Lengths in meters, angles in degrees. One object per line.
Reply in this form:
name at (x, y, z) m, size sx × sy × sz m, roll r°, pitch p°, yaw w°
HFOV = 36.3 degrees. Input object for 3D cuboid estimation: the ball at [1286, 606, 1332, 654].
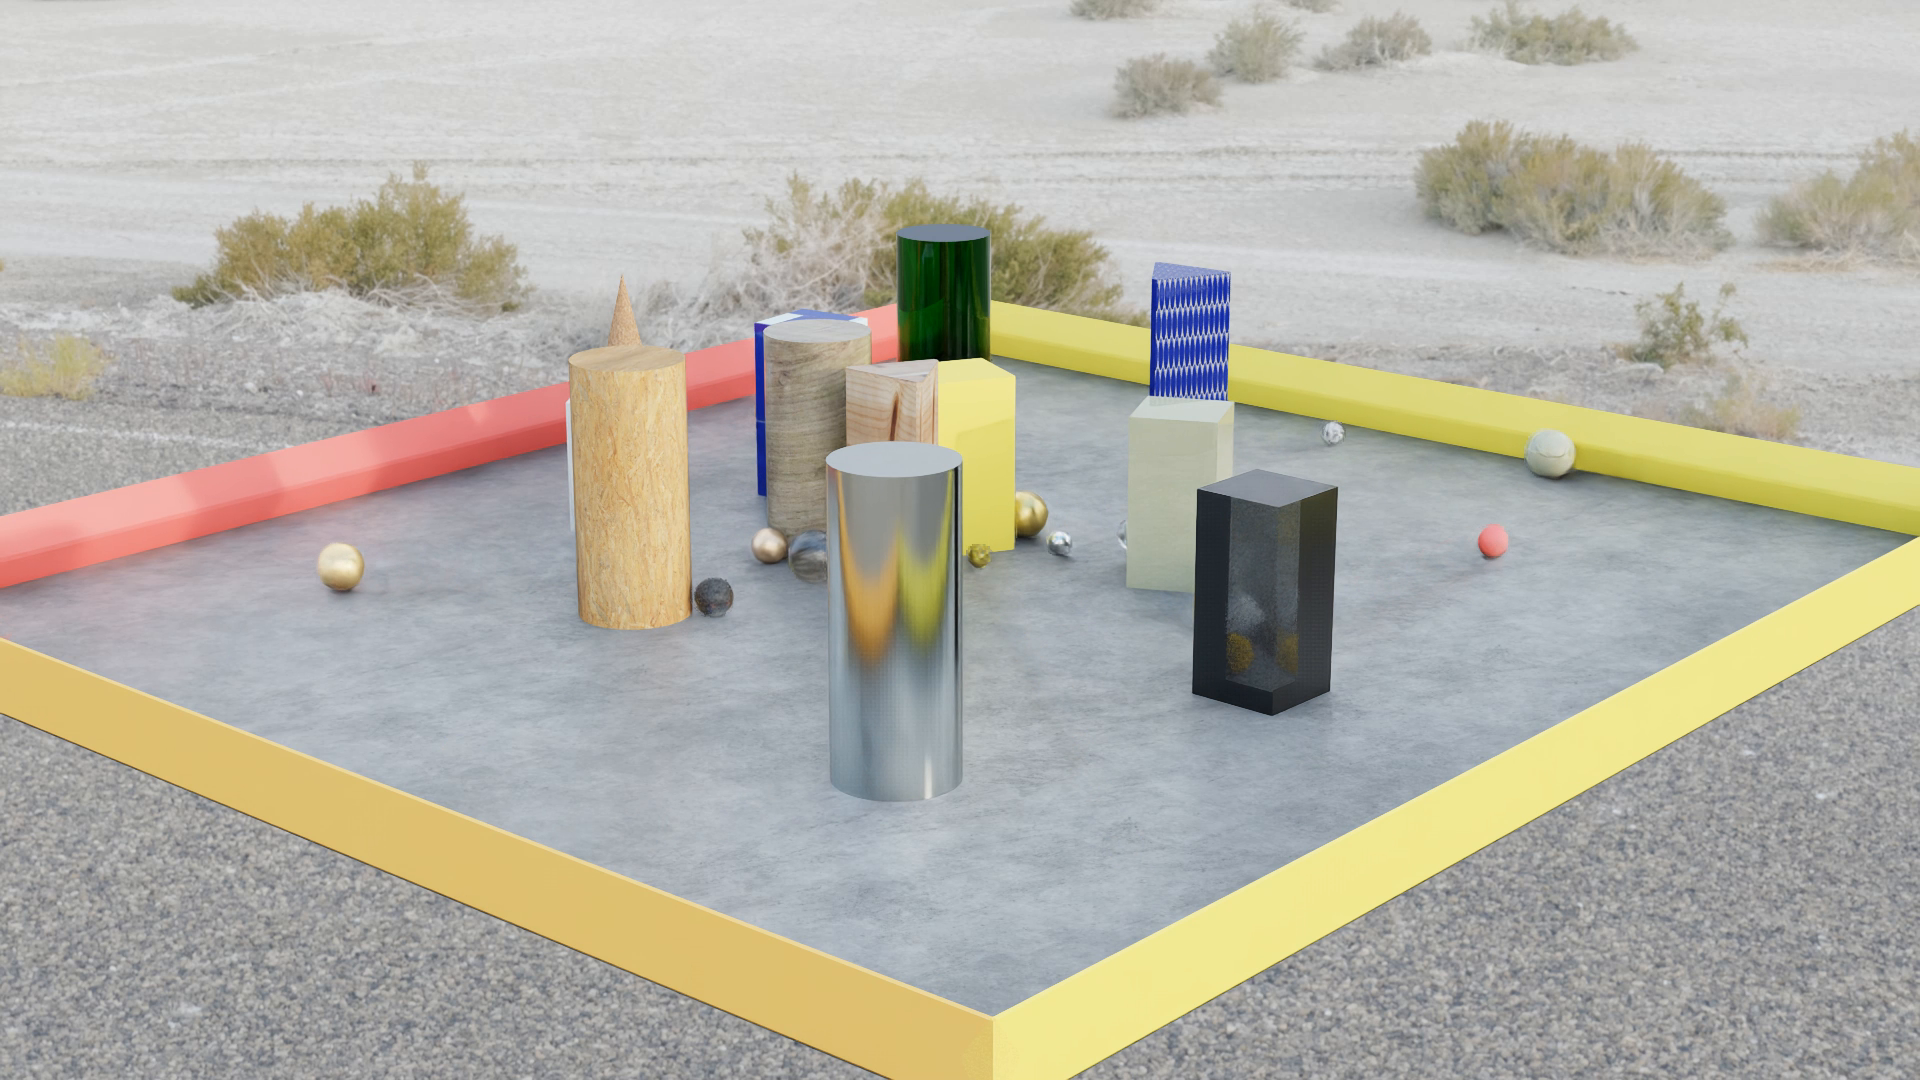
ball at (0.574, 0.148, 4.825) m, size 0.077 × 0.077 × 0.077 m, roll 0°, pitch 17°, yaw 0°

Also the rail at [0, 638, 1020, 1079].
rail at (-0.928, 0.340, 4.097) m, size 2.597 × 0.127 × 0.045 m, roll 14°, pitch 22°, yaw 39°

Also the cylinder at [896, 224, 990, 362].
cylinder at (-0.034, -0.422, 6.088) m, size 0.195 × 0.438 × 0.195 m, roll 0°, pitch 17°, yaw 0°

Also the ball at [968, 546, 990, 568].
ball at (0.035, 0.030, 5.279) m, size 0.041 × 0.041 × 0.041 m, roll 0°, pitch 17°, yaw 0°

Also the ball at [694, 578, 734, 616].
ball at (-0.420, 0.097, 5.011) m, size 0.067 × 0.067 × 0.067 m, roll 0°, pitch 17°, yaw 0°

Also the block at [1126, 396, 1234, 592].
block at (0.389, -0.081, 5.179) m, size 0.156 × 0.310 × 0.156 m, roll 5°, pitch 17°, yaw 15°

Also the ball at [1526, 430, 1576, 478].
ball at (1.179, -0.172, 5.851) m, size 0.097 × 0.097 × 0.097 m, roll 0°, pitch 17°, yaw 0°

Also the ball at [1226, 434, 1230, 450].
ball at (0.517, -0.199, 5.993) m, size 0.067 × 0.067 × 0.067 m, roll 0°, pitch 17°, yaw 0°

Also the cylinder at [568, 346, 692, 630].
cylinder at (-0.558, -0.091, 4.976) m, size 0.195 × 0.446 × 0.195 m, roll 0°, pitch 17°, yaw 0°

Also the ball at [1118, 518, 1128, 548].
ball at (0.321, -0.011, 5.373) m, size 0.065 × 0.065 × 0.065 m, roll 0°, pitch 17°, yaw 0°

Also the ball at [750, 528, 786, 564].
ball at (-0.346, 0.010, 5.302) m, size 0.065 × 0.065 × 0.065 m, roll 0°, pitch 17°, yaw 0°

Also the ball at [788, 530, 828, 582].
ball at (-0.258, 0.029, 5.191) m, size 0.094 × 0.094 × 0.094 m, roll 0°, pitch 17°, yaw 0°

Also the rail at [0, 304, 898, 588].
rail at (-0.963, -0.210, 5.920) m, size 0.045 × 0.127 × 2.879 m, roll 14°, pitch 22°, yaw 39°

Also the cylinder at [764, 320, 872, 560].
cylinder at (-0.257, -0.182, 5.344) m, size 0.195 × 0.408 × 0.195 m, roll 0°, pitch 17°, yaw 0°

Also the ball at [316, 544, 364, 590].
ball at (-1.087, 0.047, 5.148) m, size 0.083 × 0.083 × 0.083 m, roll 0°, pitch 17°, yaw 0°

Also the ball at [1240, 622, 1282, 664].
ball at (0.489, 0.168, 4.774) m, size 0.068 × 0.068 × 0.068 m, roll 0°, pitch 17°, yaw 0°

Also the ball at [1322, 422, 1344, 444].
ball at (0.777, -0.222, 6.108) m, size 0.045 × 0.045 × 0.045 m, roll 0°, pitch 17°, yaw 0°

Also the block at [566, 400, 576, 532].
block at (-0.647, -0.155, 5.531) m, size 0.156 × 0.249 × 0.156 m, roll 1°, pitch 17°, yaw 4°

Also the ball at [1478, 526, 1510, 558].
ball at (0.972, 0.003, 5.340) m, size 0.057 × 0.057 × 0.057 m, roll 0°, pitch 17°, yaw 0°

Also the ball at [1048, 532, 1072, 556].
ball at (0.183, 0.006, 5.353) m, size 0.044 × 0.044 × 0.044 m, roll 0°, pitch 17°, yaw 0°

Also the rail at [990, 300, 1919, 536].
rail at (0.928, -0.277, 6.144) m, size 2.597 × 0.127 × 0.045 m, roll 14°, pitch 22°, yaw 39°

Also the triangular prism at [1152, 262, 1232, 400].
triangular prism at (0.416, -0.318, 5.749) m, size 0.169 × 0.435 × 0.146 m, roll -7°, pitch 18°, yaw -23°

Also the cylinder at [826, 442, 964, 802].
cylinder at (-0.093, 0.116, 4.226) m, size 0.195 × 0.483 × 0.195 m, roll 0°, pitch 17°, yaw 0°

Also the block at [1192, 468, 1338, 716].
block at (0.477, 0.080, 4.599) m, size 0.156 × 0.337 × 0.156 m, roll 15°, pitch 22°, yaw 40°

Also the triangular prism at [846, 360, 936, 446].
triangular prism at (-0.088, -0.117, 5.167) m, size 0.169 × 0.386 × 0.146 m, roll 13°, pitch 21°, yaw 38°

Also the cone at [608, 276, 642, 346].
cone at (-0.661, -0.323, 5.793) m, size 0.195 × 0.419 × 0.195 m, roll 0°, pitch 17°, yaw 0°

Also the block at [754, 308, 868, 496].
block at (-0.288, -0.259, 5.713) m, size 0.156 × 0.344 × 0.156 m, roll 11°, pitch 20°, yaw 32°

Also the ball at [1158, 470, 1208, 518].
ball at (0.425, -0.087, 5.576) m, size 0.093 × 0.093 × 0.093 m, roll 0°, pitch 17°, yaw 0°

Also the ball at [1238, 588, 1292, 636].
ball at (0.508, 0.124, 4.883) m, size 0.090 × 0.090 × 0.090 m, roll 0°, pitch 17°, yaw 0°

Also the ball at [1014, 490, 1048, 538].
ball at (0.120, -0.048, 5.454) m, size 0.088 × 0.088 × 0.088 m, roll 0°, pitch 17°, yaw 0°

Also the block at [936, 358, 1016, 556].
block at (-0.002, -0.152, 5.384) m, size 0.156 × 0.327 × 0.156 m, roll -7°, pitch 18°, yaw -22°

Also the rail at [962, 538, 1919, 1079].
rail at (0.963, 0.273, 4.320) m, size 0.045 × 0.127 × 2.879 m, roll 14°, pitch 22°, yaw 39°

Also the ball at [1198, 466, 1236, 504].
ball at (0.494, -0.106, 5.670) m, size 0.076 × 0.076 × 0.076 m, roll 0°, pitch 17°, yaw 0°
